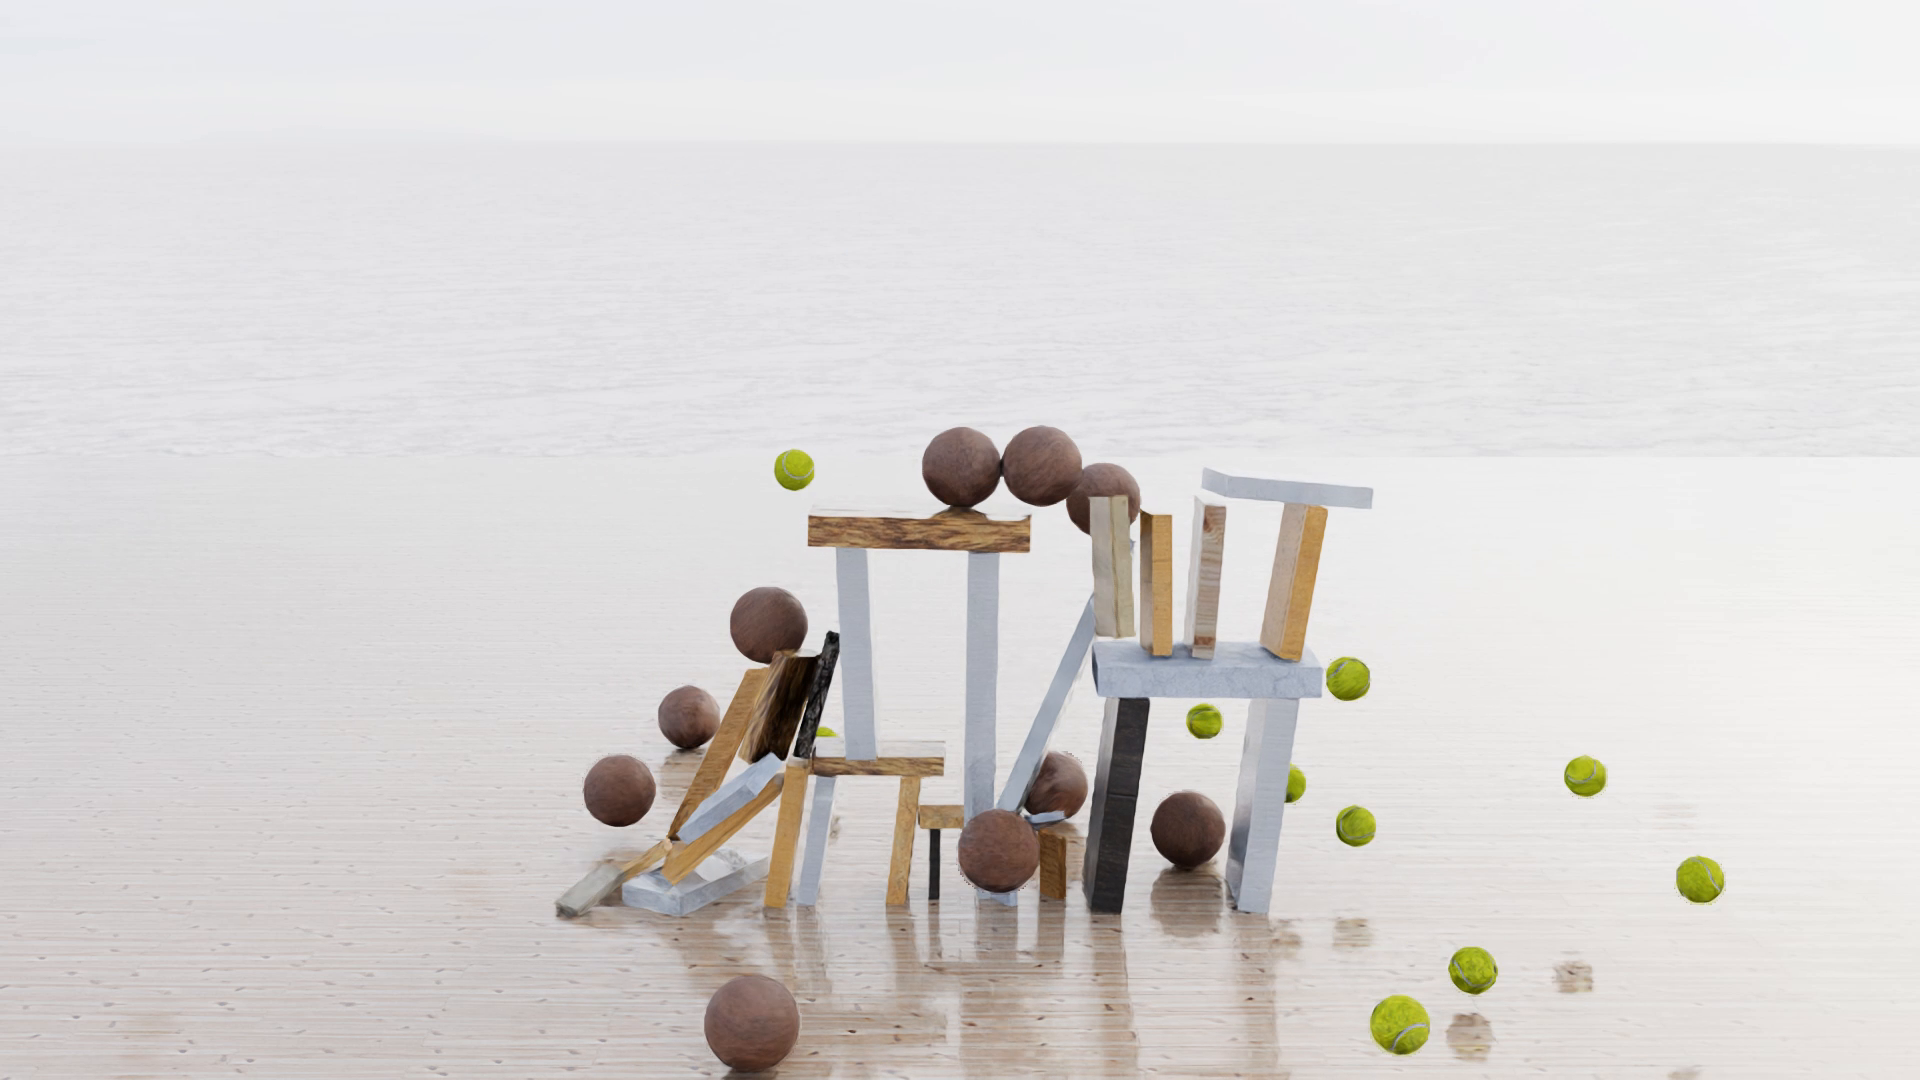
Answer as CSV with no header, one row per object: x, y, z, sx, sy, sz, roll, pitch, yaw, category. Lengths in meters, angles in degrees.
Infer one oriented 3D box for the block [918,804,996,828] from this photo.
-0.005,0.457,3.636,0.126,0.018,0.063,0,14,-4,block

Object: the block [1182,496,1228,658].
0.398,0.058,3.579,0.035,0.248,0.124,4,9,-2,block

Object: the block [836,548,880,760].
-0.165,0.166,3.590,0.050,0.350,0.175,-2,11,1,block

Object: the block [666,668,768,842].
-0.437,0.389,4.034,0.055,0.016,0.386,-5,45,33,block

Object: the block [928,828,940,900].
-0.043,0.527,3.661,0.018,0.126,0.063,1,10,-2,block

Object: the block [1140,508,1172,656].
0.319,0.067,3.580,0.032,0.228,0.114,-1,6,-6,block

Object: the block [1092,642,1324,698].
0.399,0.211,3.592,0.358,0.051,0.179,0,11,0,block

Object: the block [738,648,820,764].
-0.294,0.272,3.605,0.027,0.193,0.096,28,15,31,block

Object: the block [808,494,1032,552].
-0.061,-0.028,3.535,0.350,0.050,0.175,2,12,2,block

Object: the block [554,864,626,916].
-0.606,0.574,3.610,0.055,0.016,0.111,9,34,38,block

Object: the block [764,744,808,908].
-0.283,0.472,3.635,0.034,0.241,0.121,10,11,-1,block

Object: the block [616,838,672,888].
-0.538,0.545,3.705,0.111,0.016,0.055,-33,7,5,block

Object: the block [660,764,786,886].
-0.389,0.465,3.643,0.241,0.034,0.121,-41,7,8,block

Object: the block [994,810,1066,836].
0.115,0.468,3.631,0.107,0.015,0.054,-3,-22,-33,block

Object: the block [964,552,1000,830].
0.035,0.225,3.584,0.050,0.458,0.175,1,14,0,block

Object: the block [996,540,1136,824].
0.179,0.237,3.706,0.032,0.514,0.114,23,-16,9,block

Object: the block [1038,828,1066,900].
0.153,0.538,3.651,0.015,0.107,0.054,-9,15,-34,block

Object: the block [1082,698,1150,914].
0.256,0.414,3.625,0.051,0.358,0.179,6,10,-2,block

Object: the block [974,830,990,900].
0.037,0.527,3.657,0.018,0.126,0.063,-1,13,-6,block

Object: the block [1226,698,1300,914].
0.497,0.413,3.632,0.051,0.358,0.179,6,10,-1,block

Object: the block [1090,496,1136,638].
0.247,0.043,3.575,0.032,0.228,0.114,-3,1,-13,block

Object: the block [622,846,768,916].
-0.441,0.569,3.688,0.121,0.034,0.241,6,12,31,block

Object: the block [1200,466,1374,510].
0.529,-0.084,3.560,0.248,0.035,0.124,4,7,-13,block

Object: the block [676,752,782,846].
-0.376,0.422,3.583,0.193,0.027,0.096,-37,9,36,block

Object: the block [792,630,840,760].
-0.230,0.251,3.573,0.027,0.193,0.096,16,11,-3,block

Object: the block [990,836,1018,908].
0.072,0.544,3.618,0.015,0.107,0.054,-10,15,-34,block

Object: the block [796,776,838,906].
-0.234,0.481,3.644,0.031,0.221,0.110,10,11,0,block

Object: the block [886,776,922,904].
-0.092,0.480,3.650,0.031,0.221,0.110,7,11,1,block

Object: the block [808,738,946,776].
-0.135,0.356,3.619,0.221,0.031,0.110,0,11,1,block

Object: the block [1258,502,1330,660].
0.540,0.060,3.564,0.035,0.247,0.124,8,7,-9,block
